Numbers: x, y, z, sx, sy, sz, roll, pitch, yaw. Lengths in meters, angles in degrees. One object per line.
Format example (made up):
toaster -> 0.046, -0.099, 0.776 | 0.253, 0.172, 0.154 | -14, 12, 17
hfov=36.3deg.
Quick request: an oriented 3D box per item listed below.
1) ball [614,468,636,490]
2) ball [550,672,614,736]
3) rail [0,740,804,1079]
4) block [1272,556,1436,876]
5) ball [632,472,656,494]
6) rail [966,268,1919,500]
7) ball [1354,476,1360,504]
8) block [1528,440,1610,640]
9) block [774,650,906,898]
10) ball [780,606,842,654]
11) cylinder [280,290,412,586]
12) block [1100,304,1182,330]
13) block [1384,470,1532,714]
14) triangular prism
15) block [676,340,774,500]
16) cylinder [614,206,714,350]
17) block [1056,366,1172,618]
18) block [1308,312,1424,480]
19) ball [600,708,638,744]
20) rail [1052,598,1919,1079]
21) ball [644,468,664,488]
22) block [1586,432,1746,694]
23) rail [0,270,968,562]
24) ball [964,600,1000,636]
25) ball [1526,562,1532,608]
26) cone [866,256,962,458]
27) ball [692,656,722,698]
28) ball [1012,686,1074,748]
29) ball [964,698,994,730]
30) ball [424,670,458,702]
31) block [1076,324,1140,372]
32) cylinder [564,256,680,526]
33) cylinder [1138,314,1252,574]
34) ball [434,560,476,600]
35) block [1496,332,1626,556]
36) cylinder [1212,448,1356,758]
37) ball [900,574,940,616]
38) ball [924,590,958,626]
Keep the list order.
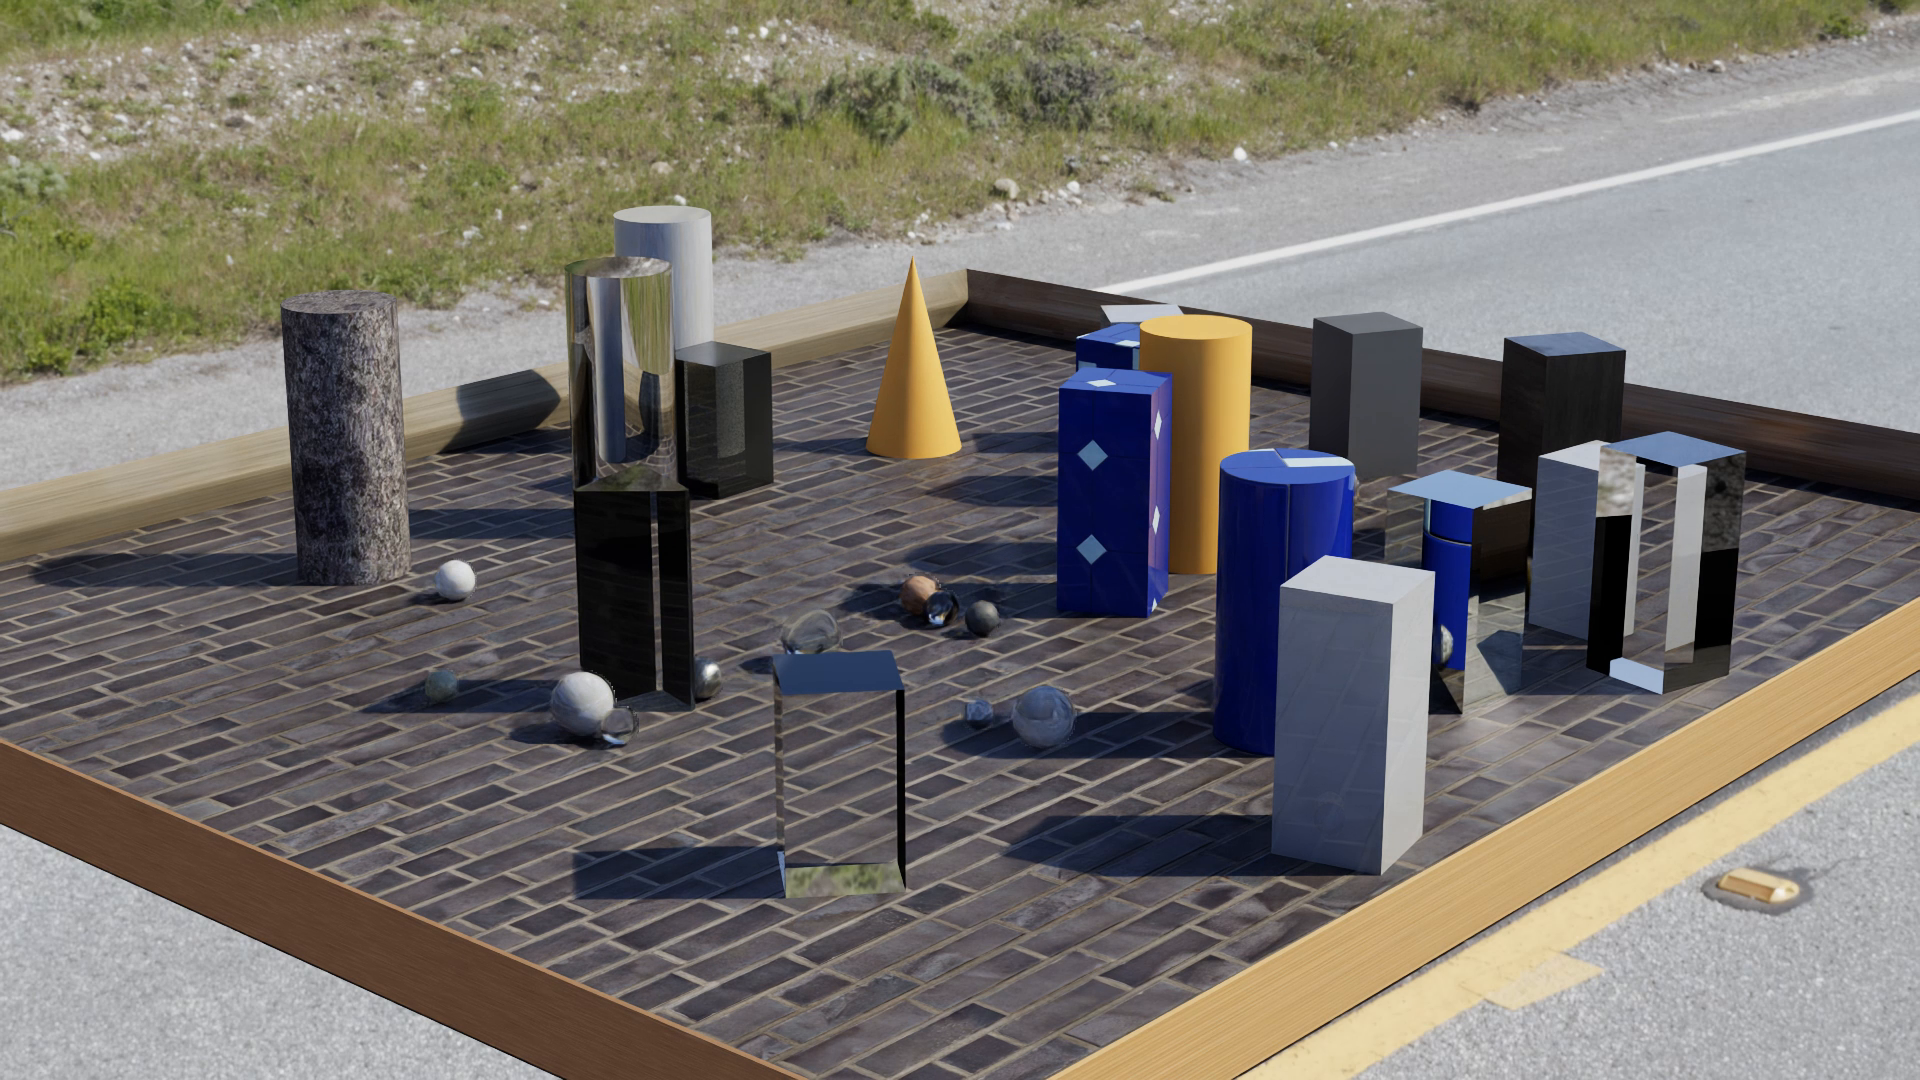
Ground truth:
ball -> -0.659, -0.120, 5.776 | 0.045, 0.045, 0.045 | 0, 17, 0
ball -> -0.575, 0.249, 4.461 | 0.097, 0.097, 0.097 | 0, 17, 0
rail -> -1.088, 0.394, 3.920 | 2.880, 0.130, 0.045 | 14, 22, 39
block -> 0.536, 0.237, 4.002 | 0.160, 0.385, 0.160 | 9, 19, 27
ball -> -0.620, -0.111, 5.747 | 0.045, 0.045, 0.045 | 0, 17, 0
rail -> 1.088, -0.329, 6.319 | 2.880, 0.130, 0.045 | 14, 22, 39
ball -> 0.714, -0.096, 5.603 | 0.099, 0.099, 0.099 | 0, 17, 0
block -> 1.080, 0.002, 4.940 | 0.160, 0.293, 0.160 | -14, 22, -40
block -> -0.162, 0.312, 3.926 | 0.160, 0.286, 0.160 | -2, 17, -7
ball -> -0.242, 0.157, 4.766 | 0.098, 0.098, 0.098 | 0, 17, 0
cylinder -> -1.089, -0.183, 5.211 | 0.200, 0.492, 0.200 | 0, 17, 0
block -> 0.380, -0.337, 6.097 | 0.160, 0.276, 0.160 | -1, 17, -4
block -> 0.779, 0.079, 4.616 | 0.160, 0.333, 0.160 | 15, 23, 42
triangular prism -> -0.503, 0.074, 4.591 | 0.173, 0.358, 0.150 | 0, 17, -1
block -> -0.483, -0.238, 5.785 | 0.160, 0.266, 0.160 | 13, 21, 37
cylinder -> -0.610, -0.438, 6.077 | 0.200, 0.480, 0.200 | 0, 17, 0
block -> 0.267, -0.084, 5.052 | 0.160, 0.393, 0.160 | 5, 17, 16
block -> 0.815, -0.291, 5.902 | 0.160, 0.300, 0.160 | -7, 18, -21
ball -> -0.515, 0.281, 4.425 | 0.056, 0.056, 0.056 | 0, 17, 0
rail -> 1.069, 0.300, 4.231 | 0.045, 0.130, 3.365 | 14, 22, 39
ball -> -0.607, -0.122, 5.788 | 0.043, 0.043, 0.043 | 0, 17, 0
block -> 1.130, 0.034, 4.696 | 0.160, 0.373, 0.160 | -12, 20, -34
rail -> -1.069, -0.235, 6.009 | 0.045, 0.130, 3.365 | 14, 22, 39
ball -> 0.037, 0.131, 4.921 | 0.058, 0.058, 0.058 | 0, 17, 0
ball -> 0.950, 0.076, 5.041 | 0.093, 0.093, 0.093 | 0, 17, 0
cone -> -0.097, -0.389, 6.046 | 0.200, 0.405, 0.200 | 0, 17, 0
ball -> -0.408, 0.217, 4.620 | 0.066, 0.066, 0.066 | 0, 17, 0
ball -> 0.125, 0.266, 4.411 | 0.094, 0.094, 0.094 | 0, 17, 0
ball -> 0.028, 0.267, 4.489 | 0.047, 0.047, 0.047 | 0, 17, 0
ball -> -0.815, 0.230, 4.604 | 0.051, 0.051, 0.051 | 0, 17, 0
block -> 0.337, -0.247, 5.734 | 0.160, 0.313, 0.160 | 12, 20, 34
cylinder -> -0.631, -0.268, 5.491 | 0.200, 0.494, 0.200 | 0, 17, 0
cylinder -> 0.420, -0.174, 5.285 | 0.200, 0.431, 0.200 | 0, 17, 0
ball -> -0.879, 0.070, 5.104 | 0.069, 0.069, 0.069 | 0, 17, 0
block -> 1.098, -0.175, 5.381 | 0.160, 0.379, 0.160 | -5, 18, -17
cylinder -> 0.486, 0.093, 4.411 | 0.200, 0.424, 0.200 | 0, 17, 0
ball -> -0.068, 0.095, 5.020 | 0.070, 0.070, 0.070 | 0, 17, 0
ball -> -0.032, 0.115, 4.971 | 0.060, 0.060, 0.060 | 0, 17, 0
